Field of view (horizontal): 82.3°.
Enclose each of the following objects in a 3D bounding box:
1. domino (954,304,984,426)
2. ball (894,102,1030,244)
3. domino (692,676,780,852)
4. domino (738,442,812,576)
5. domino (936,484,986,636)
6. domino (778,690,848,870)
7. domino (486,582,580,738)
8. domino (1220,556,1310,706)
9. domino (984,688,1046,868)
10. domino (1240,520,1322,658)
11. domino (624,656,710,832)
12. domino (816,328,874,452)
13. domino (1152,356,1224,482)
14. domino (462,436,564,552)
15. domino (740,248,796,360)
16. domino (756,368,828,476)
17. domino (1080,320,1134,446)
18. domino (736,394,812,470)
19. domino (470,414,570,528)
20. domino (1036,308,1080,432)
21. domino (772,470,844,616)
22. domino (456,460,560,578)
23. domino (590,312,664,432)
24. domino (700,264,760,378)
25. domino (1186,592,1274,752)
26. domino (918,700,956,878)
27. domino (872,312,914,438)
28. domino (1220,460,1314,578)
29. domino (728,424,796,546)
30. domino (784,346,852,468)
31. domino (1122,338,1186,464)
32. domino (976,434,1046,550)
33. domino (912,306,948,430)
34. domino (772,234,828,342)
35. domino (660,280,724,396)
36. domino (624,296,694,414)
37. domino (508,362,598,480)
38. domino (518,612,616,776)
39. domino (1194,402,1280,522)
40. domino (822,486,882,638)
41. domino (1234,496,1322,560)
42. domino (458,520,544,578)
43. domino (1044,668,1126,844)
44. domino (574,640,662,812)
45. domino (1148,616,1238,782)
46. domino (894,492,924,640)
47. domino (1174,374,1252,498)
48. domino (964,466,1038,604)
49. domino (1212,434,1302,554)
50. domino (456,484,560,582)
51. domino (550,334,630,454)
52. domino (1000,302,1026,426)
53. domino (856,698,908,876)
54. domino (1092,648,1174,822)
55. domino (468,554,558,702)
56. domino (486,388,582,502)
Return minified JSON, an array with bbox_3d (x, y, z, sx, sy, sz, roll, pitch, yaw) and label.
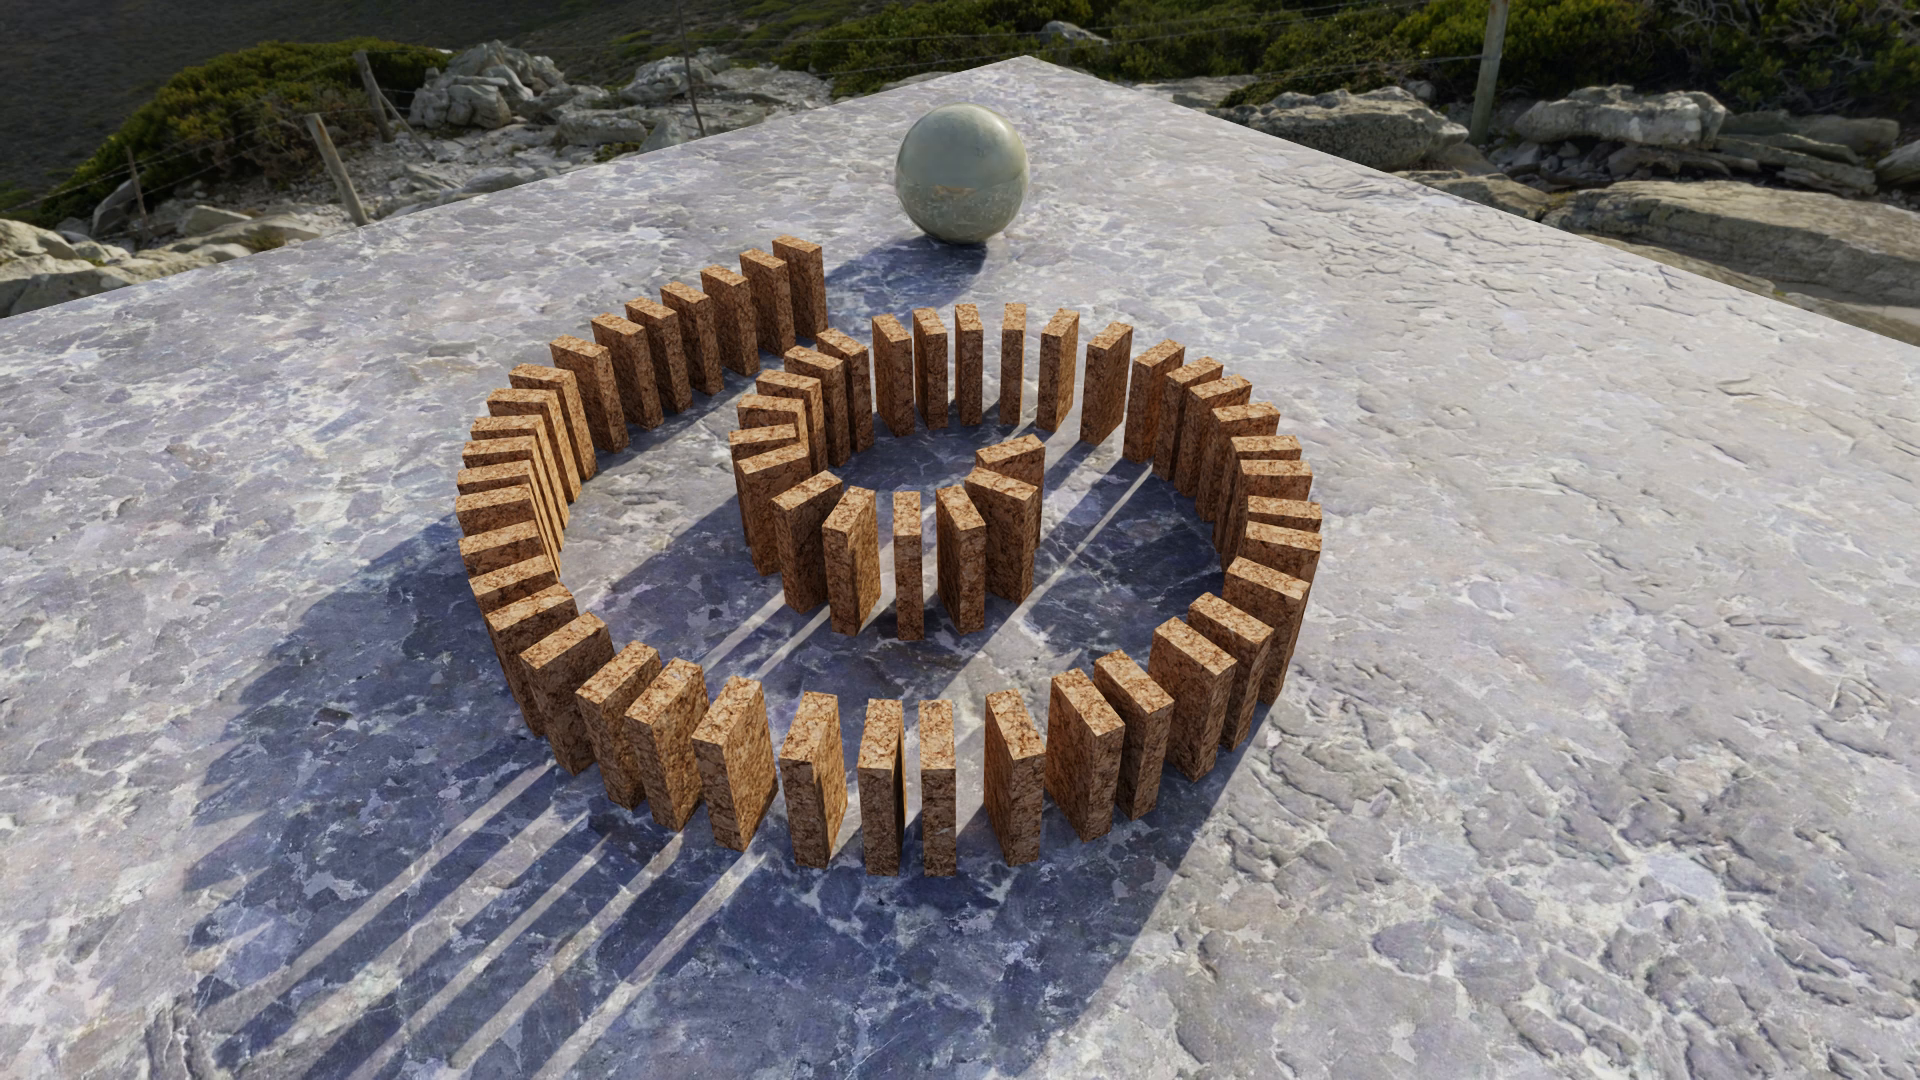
[{"bbox_3d":[0.004,-0.081,0.511,0.010,0.050,0.025,-5,40,-6],"label":"domino"},{"bbox_3d":[0.001,-0.216,0.652,0.080,0.080,0.080,0,39,0],"label":"ball"},{"bbox_3d":[-0.066,0.067,0.329,0.009,0.050,0.025,11,41,14],"label":"domino"},{"bbox_3d":[-0.069,-0.011,0.425,0.025,0.050,0.009,-19,43,-22],"label":"domino"},{"bbox_3d":[0.000,0.008,0.402,0.010,0.050,0.025,-13,41,-16],"label":"domino"},{"bbox_3d":[-0.043,0.071,0.324,0.009,0.050,0.025,7,40,8],"label":"domino"},{"bbox_3d":[-0.136,0.040,0.362,0.025,0.050,0.009,-27,46,-29],"label":"domino"},{"bbox_3d":[0.100,0.031,0.373,0.025,0.050,0.009,23,44,25],"label":"domino"},{"bbox_3d":[0.016,0.071,0.325,0.009,0.050,0.025,-11,41,-13],"label":"domino"},{"bbox_3d":[0.110,0.018,0.390,0.025,0.050,0.009,11,41,14],"label":"domino"},{"bbox_3d":[-0.086,0.063,0.335,0.009,0.050,0.025,16,42,18],"label":"domino"},{"bbox_3d":[-0.051,-0.067,0.493,0.009,0.050,0.025,-30,48,-32],"label":"domino"},{"bbox_3d":[0.098,-0.052,0.475,0.025,0.050,0.010,-26,46,-28],"label":"domino"},{"bbox_3d":[-0.175,-0.016,0.432,0.025,0.050,0.010,-6,40,-8],"label":"domino"},{"bbox_3d":[-0.097,-0.119,0.557,0.025,0.050,0.009,29,48,31],"label":"domino"},{"bbox_3d":[-0.071,-0.047,0.469,0.025,0.050,0.009,13,41,15],"label":"domino"},{"bbox_3d":[0.066,-0.071,0.498,0.009,0.050,0.025,23,45,26],"label":"domino"},{"bbox_3d":[-0.076,-0.035,0.455,0.025,0.050,0.010,6,40,8],"label":"domino"},{"bbox_3d":[-0.177,-0.026,0.444,0.025,0.050,0.009,-3,39,-4],"label":"domino"},{"bbox_3d":[0.045,-0.078,0.507,0.010,0.050,0.025,15,42,18],"label":"domino"},{"bbox_3d":[-0.055,0.001,0.410,0.025,0.050,0.009,-32,49,-33],"label":"domino"},{"bbox_3d":[-0.171,-0.006,0.418,0.025,0.050,0.009,-10,40,-12],"label":"domino"},{"bbox_3d":[-0.152,-0.077,0.505,0.025,0.050,0.009,24,45,26],"label":"domino"},{"bbox_3d":[-0.113,-0.108,0.543,0.025,0.050,0.009,29,48,31],"label":"domino"},{"bbox_3d":[0.085,0.043,0.358,0.025,0.050,0.009,32,49,33],"label":"domino"},{"bbox_3d":[-0.006,0.073,0.322,0.009,0.050,0.025,-2,39,-2],"label":"domino"},{"bbox_3d":[-0.030,-0.075,0.503,0.009,0.050,0.025,-16,42,-18],"label":"domino"},{"bbox_3d":[0.116,-0.007,0.420,0.025,0.050,0.009,1,39,1],"label":"domino"},{"bbox_3d":[-0.076,-0.021,0.437,0.025,0.050,0.009,-8,40,-10],"label":"domino"},{"bbox_3d":[-0.062,-0.058,0.482,0.025,0.050,0.010,21,44,24],"label":"domino"},{"bbox_3d":[0.085,-0.061,0.486,0.010,0.050,0.025,31,49,32],"label":"domino"},{"bbox_3d":[0.019,-0.015,0.430,0.025,0.050,0.009,-18,43,-21],"label":"domino"},{"bbox_3d":[-0.013,-0.079,0.508,0.009,0.050,0.025,-10,40,-12],"label":"domino"},{"bbox_3d":[-0.082,-0.130,0.571,0.025,0.050,0.010,24,45,27],"label":"domino"},{"bbox_3d":[-0.129,-0.097,0.529,0.025,0.050,0.009,28,47,30],"label":"domino"},{"bbox_3d":[-0.141,-0.087,0.517,0.025,0.050,0.010,26,46,28],"label":"domino"},{"bbox_3d":[-0.174,-0.050,0.473,0.025,0.050,0.010,10,40,12],"label":"domino"},{"bbox_3d":[-0.121,0.050,0.351,0.010,0.050,0.025,28,47,29],"label":"domino"},{"bbox_3d":[0.113,-0.031,0.450,0.025,0.050,0.009,-8,40,-10],"label":"domino"},{"bbox_3d":[-0.039,0.008,0.401,0.010,0.050,0.025,13,41,15],"label":"domino"},{"bbox_3d":[0.114,0.008,0.402,0.025,0.050,0.010,6,40,8],"label":"domino"},{"bbox_3d":[-0.157,0.018,0.389,0.025,0.050,0.009,-17,42,-19],"label":"domino"},{"bbox_3d":[0.037,0.065,0.332,0.009,0.050,0.025,-17,42,-20],"label":"domino"},{"bbox_3d":[-0.101,0.058,0.341,0.009,0.050,0.025,20,43,22],"label":"domino"},{"bbox_3d":[0.071,0.051,0.349,0.009,0.050,0.025,-28,47,-29],"label":"domino"},{"bbox_3d":[-0.018,0.010,0.399,0.009,0.050,0.025,-1,39,-2],"label":"domino"},{"bbox_3d":[0.106,-0.043,0.465,0.025,0.050,0.009,-18,42,-20],"label":"domino"},{"bbox_3d":[0.015,-0.001,0.413,0.025,0.050,0.009,20,44,23],"label":"domino"},{"bbox_3d":[0.116,-0.017,0.433,0.025,0.050,0.010,-3,39,-3],"label":"domino"},{"bbox_3d":[-0.166,0.004,0.406,0.025,0.050,0.010,-13,41,-15],"label":"domino"},{"bbox_3d":[-0.165,-0.065,0.490,0.025,0.050,0.010,19,43,22],"label":"domino"},{"bbox_3d":[0.025,-0.081,0.511,0.009,0.050,0.025,4,39,4],"label":"domino"},{"bbox_3d":[-0.022,0.073,0.322,0.009,0.050,0.025,3,39,3],"label":"domino"},{"bbox_3d":[0.051,0.060,0.338,0.009,0.050,0.025,-22,44,-24],"label":"domino"},{"bbox_3d":[-0.146,0.031,0.374,0.025,0.050,0.009,-21,44,-24],"label":"domino"},{"bbox_3d":[-0.177,-0.039,0.459,0.025,0.050,0.009,2,39,3],"label":"domino"}]
